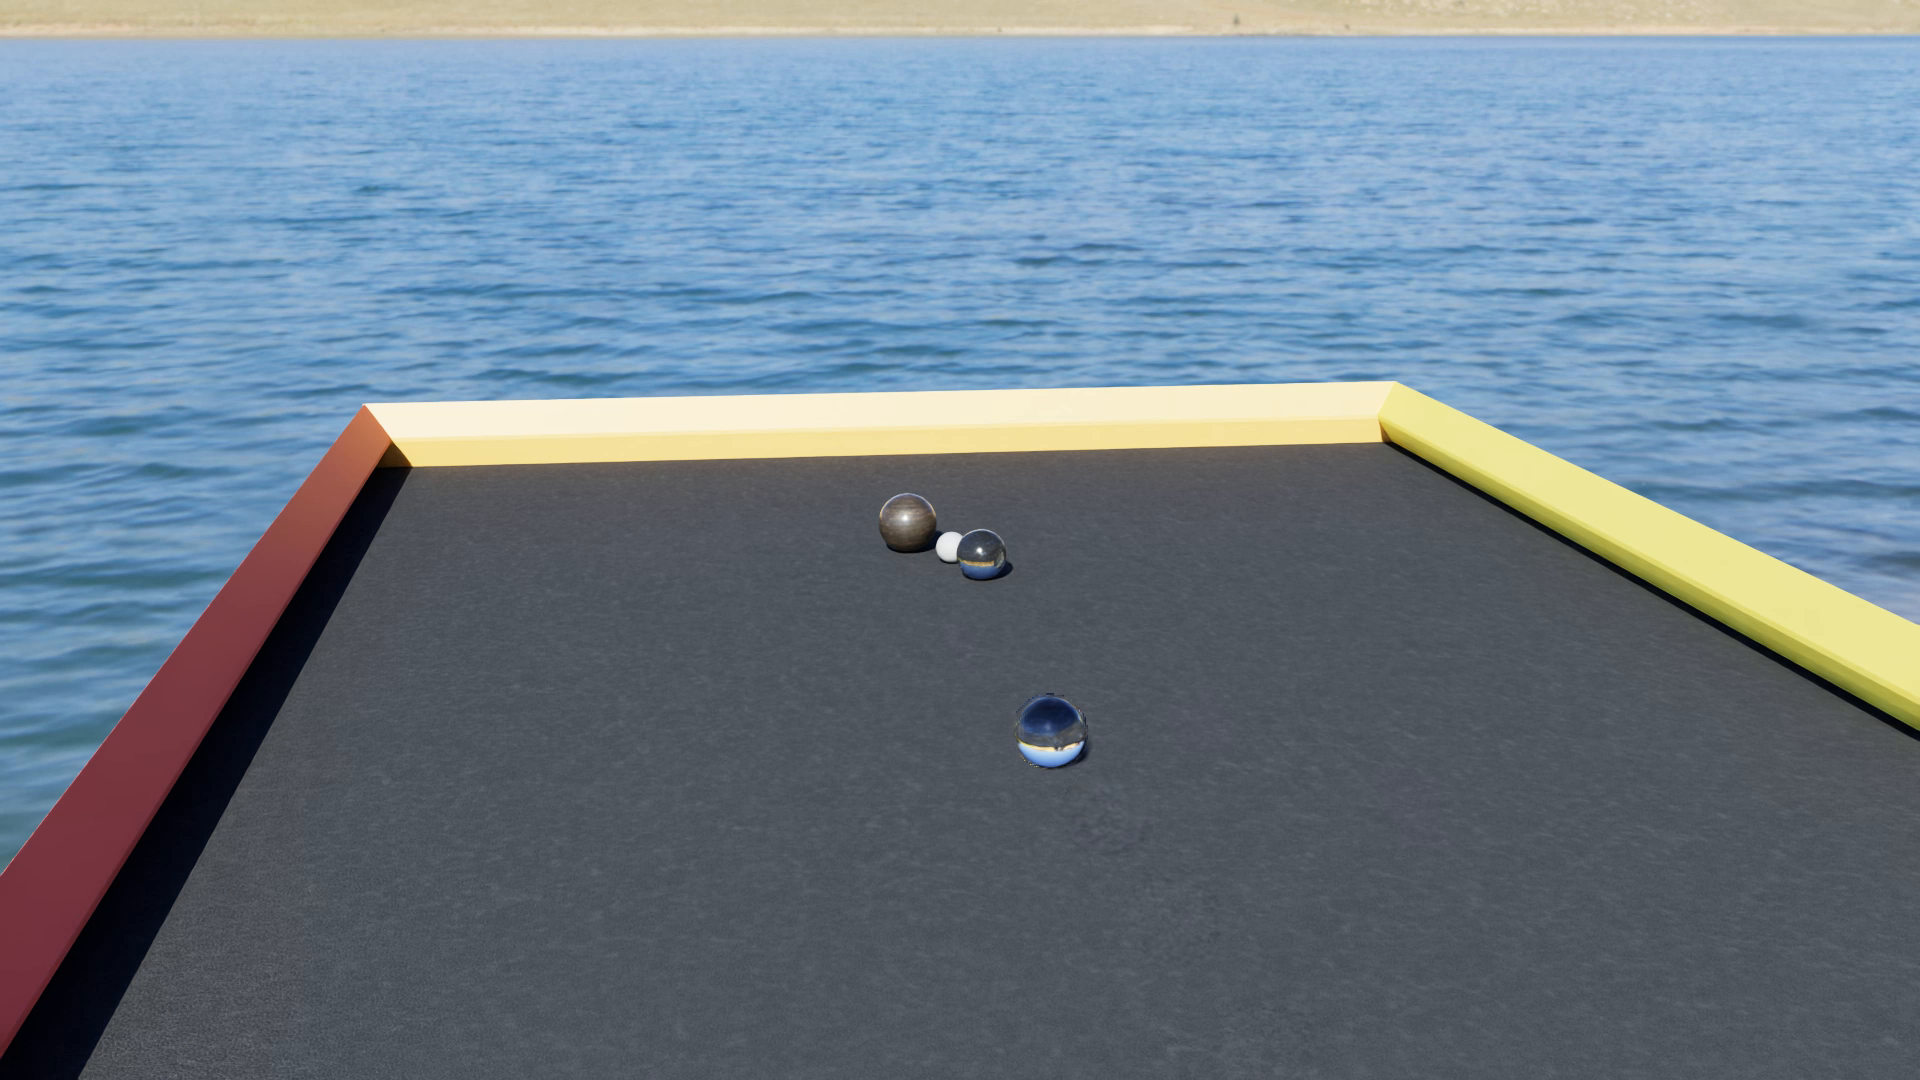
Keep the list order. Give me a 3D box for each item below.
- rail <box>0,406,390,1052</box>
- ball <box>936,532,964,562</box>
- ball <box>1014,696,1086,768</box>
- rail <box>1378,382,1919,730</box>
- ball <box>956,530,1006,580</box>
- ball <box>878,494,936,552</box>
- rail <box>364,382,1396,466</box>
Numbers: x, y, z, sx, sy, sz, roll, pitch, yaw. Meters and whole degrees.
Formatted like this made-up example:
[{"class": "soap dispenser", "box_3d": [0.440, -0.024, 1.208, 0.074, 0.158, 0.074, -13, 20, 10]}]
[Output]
[{"class": "rail", "box_3d": [-0.724, 0.179, 2.042, 0.045, 0.103, 3.128, -2, 13, -8]}, {"class": "ball", "box_3d": [-0.011, 0.010, 2.917, 0.041, 0.041, 0.041, 0, 13, 0]}, {"class": "ball", "box_3d": [0.086, 0.184, 2.103, 0.068, 0.068, 0.068, 0, 13, 0]}, {"class": "rail", "box_3d": [0.937, 0.127, 2.265, 0.045, 0.103, 3.128, -2, 13, -8]}, {"class": "ball", "box_3d": [0.027, 0.019, 2.826, 0.065, 0.065, 0.065, 0, 13, 0]}, {"class": "ball", "box_3d": [-0.071, -0.023, 2.976, 0.079, 0.079, 0.079, 0, 13, 0]}, {"class": "rail", "box_3d": [-0.103, -0.189, 3.641, 1.724, 0.103, 0.045, -2, 13, -8]}]
